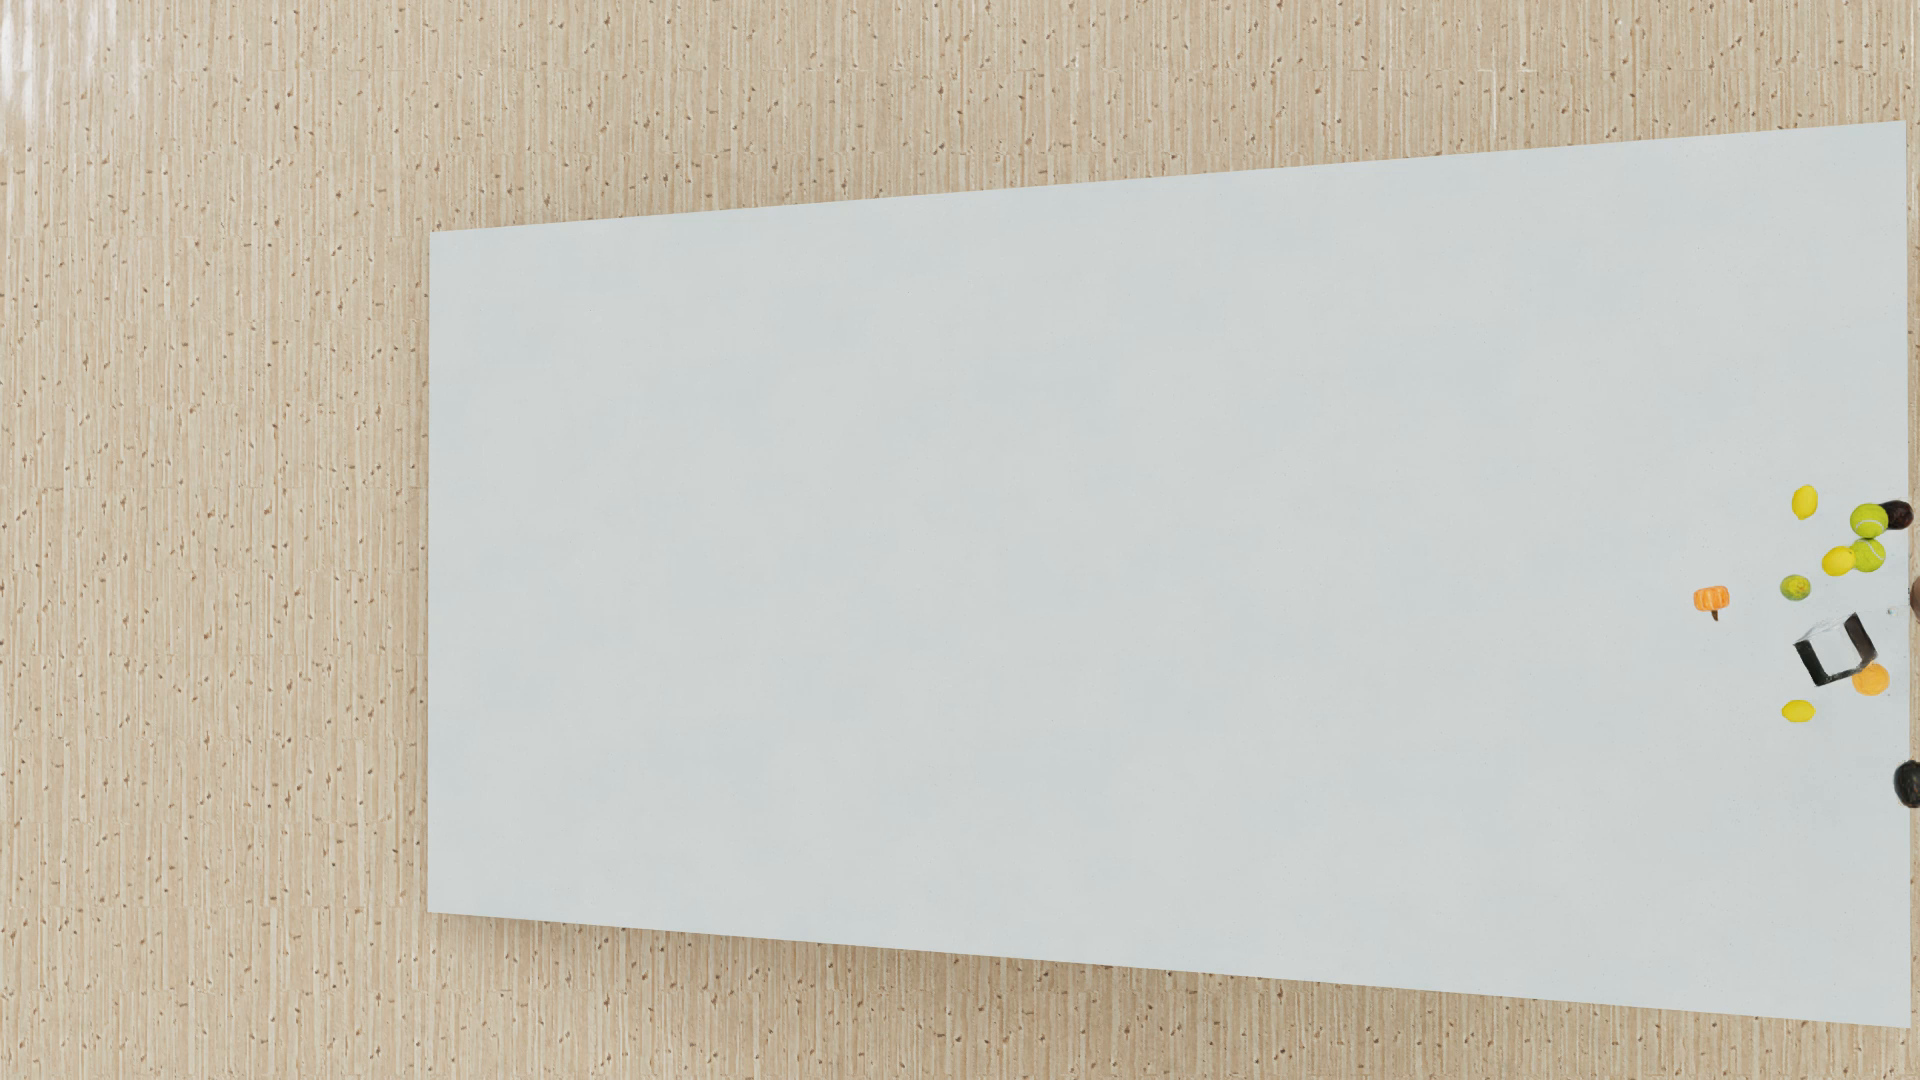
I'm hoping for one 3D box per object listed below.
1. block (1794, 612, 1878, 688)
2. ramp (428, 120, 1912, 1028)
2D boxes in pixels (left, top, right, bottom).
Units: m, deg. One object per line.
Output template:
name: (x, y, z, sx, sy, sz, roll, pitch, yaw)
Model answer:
block: (1.694, 0.212, 4.252, 0.095, 0.095, 0.095, -26, 88, -44)
ramp: (0.283, 0.083, 5.704, 4.000, 0.100, 2.000, 0, 89, 24)
